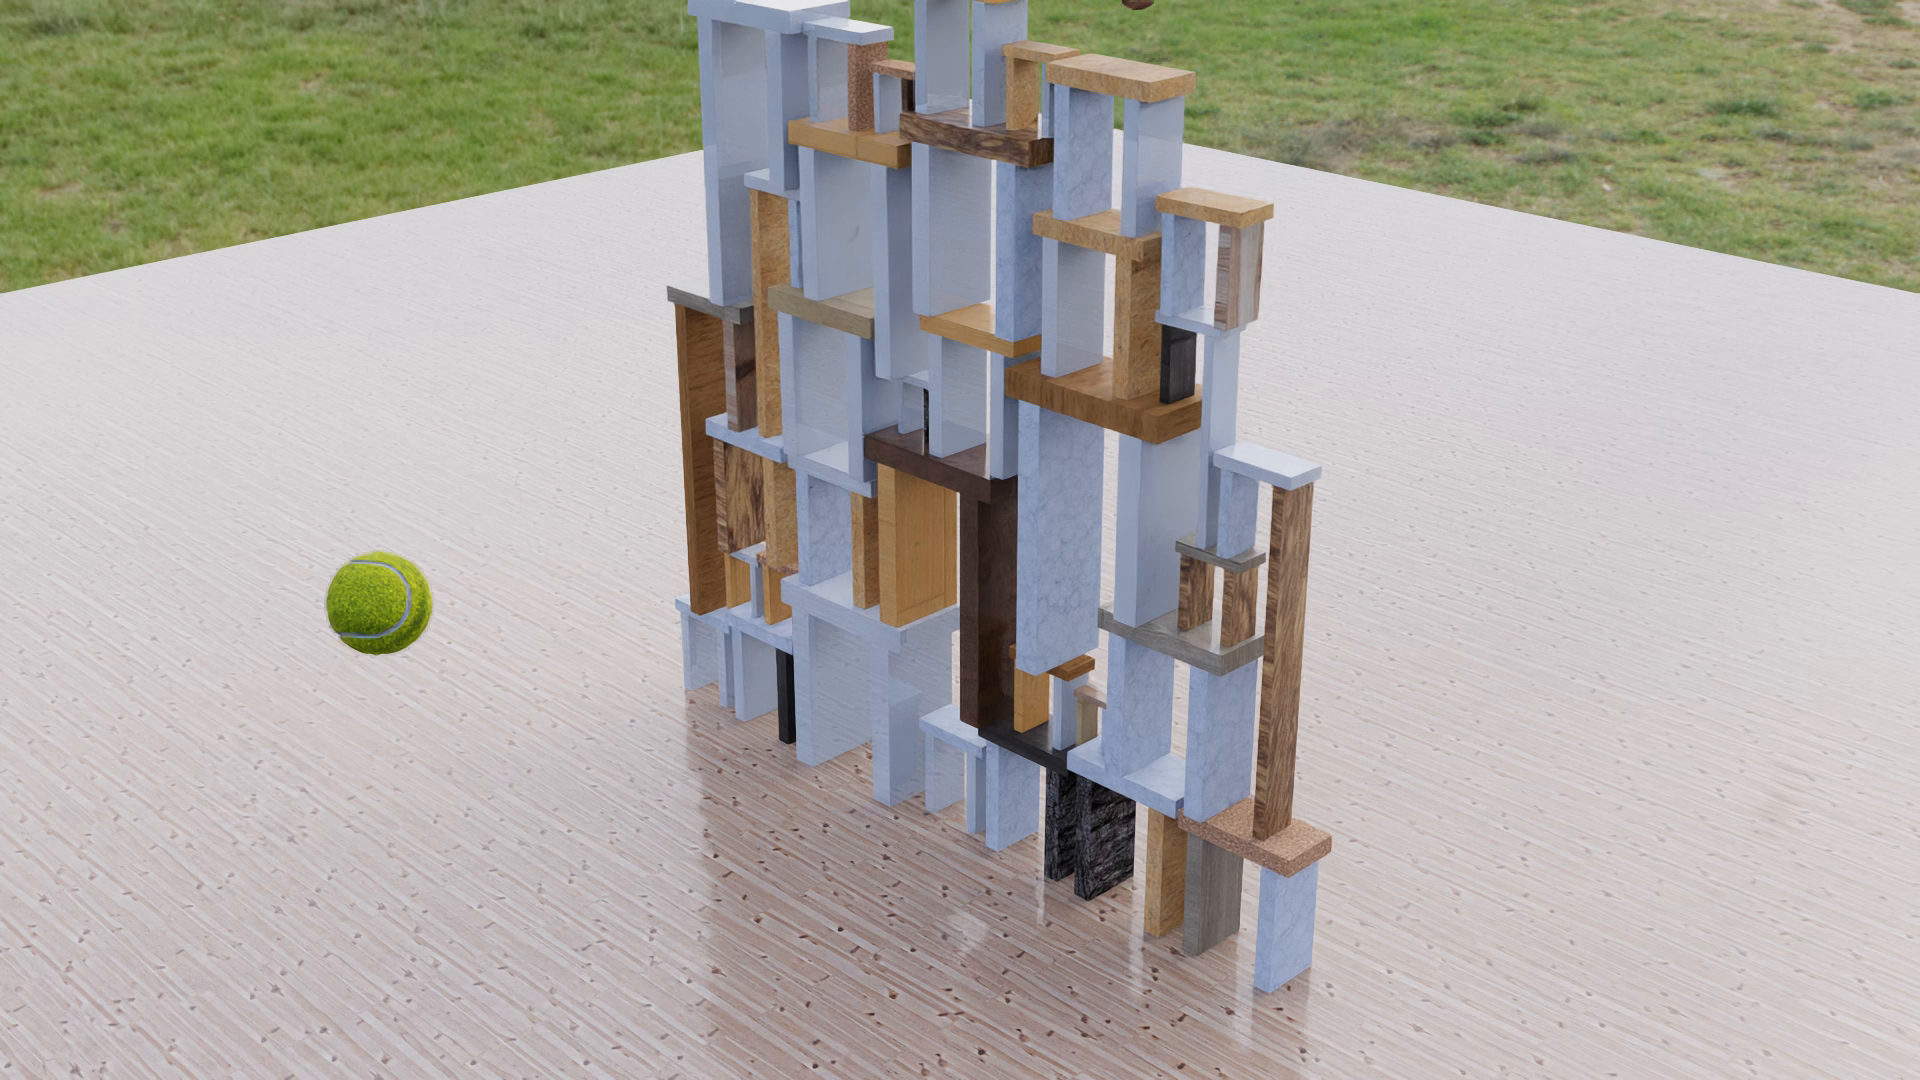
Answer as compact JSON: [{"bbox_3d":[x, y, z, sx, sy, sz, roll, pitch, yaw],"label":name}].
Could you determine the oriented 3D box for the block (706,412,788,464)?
[{"bbox_3d":[-0.406,-0.221,4.576,0.121,0.034,0.241,-21,31,-40],"label":"block"}]

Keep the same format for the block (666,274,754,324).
[{"bbox_3d":[-0.484,-0.497,4.534,0.118,0.034,0.237,-21,31,-40],"label":"block"}]

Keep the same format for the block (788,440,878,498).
[{"bbox_3d":[-0.217,-0.147,4.393,0.246,0.035,0.123,21,31,41],"label":"block"}]

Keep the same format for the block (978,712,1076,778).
[{"bbox_3d":[0.160,0.380,4.218,0.118,0.033,0.236,-21,31,-41],"label":"block"}]

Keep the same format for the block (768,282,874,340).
[{"bbox_3d":[-0.220,-0.455,4.262,0.148,0.042,0.296,-22,31,-40],"label":"block"}]

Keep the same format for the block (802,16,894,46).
[{"bbox_3d":[-0.206,-0.935,4.040,0.159,0.023,0.080,21,31,40],"label":"block"}]

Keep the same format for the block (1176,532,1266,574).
[{"bbox_3d":[0.444,0.020,3.751,0.140,0.020,0.070,21,31,40],"label":"block"}]

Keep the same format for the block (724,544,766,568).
[{"bbox_3d":[-0.451,0.025,4.722,0.122,0.017,0.061,21,31,40],"label":"block"}]

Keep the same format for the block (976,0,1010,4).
[{"bbox_3d":[0.018,-0.961,3.803,0.212,0.030,0.106,21,31,41],"label":"block"}]

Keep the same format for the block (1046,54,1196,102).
[{"bbox_3d":[0.262,-0.758,3.604,0.113,0.032,0.227,-22,32,-40],"label":"block"}]

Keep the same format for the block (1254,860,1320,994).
[{"bbox_3d":[0.576,0.665,3.880,0.035,0.246,0.123,21,31,41],"label":"block"}]

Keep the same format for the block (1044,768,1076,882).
[{"bbox_3d":[0.216,0.526,4.219,0.033,0.236,0.118,21,31,41],"label":"block"}]

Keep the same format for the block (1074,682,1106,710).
[{"bbox_3d":[0.260,0.290,4.069,0.091,0.013,0.045,21,31,40],"label":"block"}]

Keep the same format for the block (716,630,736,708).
[{"bbox_3d":[-0.492,0.271,4.880,0.094,0.188,0.027,-21,31,-41],"label":"block"}]

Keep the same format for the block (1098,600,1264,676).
[{"bbox_3d":[0.393,0.157,3.864,0.280,0.040,0.140,21,31,41],"label":"block"}]

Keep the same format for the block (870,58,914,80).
[{"bbox_3d":[-0.106,-0.851,3.977,0.110,0.016,0.055,21,31,40],"label":"block"}]

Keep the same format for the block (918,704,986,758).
[{"bbox_3d":[0.011,0.380,4.380,0.176,0.025,0.088,21,31,41],"label":"block"}]

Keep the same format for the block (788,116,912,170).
[{"bbox_3d":[-0.166,-0.747,4.086,0.295,0.042,0.148,21,31,40],"label":"block"}]

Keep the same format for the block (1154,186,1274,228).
[{"bbox_3d":[0.409,-0.537,3.546,0.173,0.024,0.086,20,30,40],"label":"block"}]

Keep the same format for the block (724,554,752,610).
[{"bbox_3d":[-0.480,0.095,4.782,0.061,0.159,0.017,-21,31,-40],"label":"block"}]

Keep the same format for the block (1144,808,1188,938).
[{"bbox_3d":[0.398,0.588,4.043,0.037,0.260,0.130,21,31,41],"label":"block"}]

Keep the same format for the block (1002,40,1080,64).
[{"bbox_3d":[0.137,-0.825,3.722,0.063,0.018,0.125,-21,31,-41],"label":"block"}]

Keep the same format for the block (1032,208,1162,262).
[{"bbox_3d":[0.255,-0.523,3.715,0.247,0.035,0.123,22,32,40],"label":"block"}]

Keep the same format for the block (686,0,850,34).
[{"bbox_3d":[-0.366,-1.013,4.186,0.301,0.043,0.150,22,32,40],"label":"block"}]

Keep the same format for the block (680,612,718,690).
[{"bbox_3d":[-0.581,0.237,4.962,0.027,0.188,0.094,21,31,41],"label":"block"}]

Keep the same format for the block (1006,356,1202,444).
[{"bbox_3d":[0.266,-0.255,3.824,0.350,0.050,0.175,22,32,40],"label":"block"}]

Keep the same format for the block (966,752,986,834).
[{"bbox_3d":[0.053,0.489,4.381,0.025,0.176,0.088,21,31,41],"label":"block"}]

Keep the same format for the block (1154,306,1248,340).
[{"bbox_3d":[0.398,-0.364,3.636,0.139,0.020,0.069,20,31,40],"label":"block"}]

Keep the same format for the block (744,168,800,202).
[{"bbox_3d":[-0.332,-0.695,4.292,0.175,0.025,0.088,22,31,40],"label":"block"}]

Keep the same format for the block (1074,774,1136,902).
[{"bbox_3d":[0.276,0.540,4.155,0.037,0.260,0.130,21,31,41],"label":"block"}]

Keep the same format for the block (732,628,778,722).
[{"bbox_3d":[-0.443,0.278,4.823,0.031,0.220,0.110,21,31,40],"label":"block"}]

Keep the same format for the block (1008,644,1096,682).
[{"bbox_3d":[0.173,0.221,4.138,0.150,0.021,0.075,21,31,40],"label":"block"}]

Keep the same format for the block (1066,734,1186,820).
[{"bbox_3d":[0.337,0.427,4.041,0.260,0.037,0.130,21,31,41],"label":"block"}]

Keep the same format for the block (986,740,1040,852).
[{"bbox_3d":[0.104,0.483,4.321,0.033,0.236,0.118,21,31,41],"label":"block"}]

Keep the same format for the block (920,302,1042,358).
[{"bbox_3d":[0.052,-0.386,3.996,0.119,0.034,0.238,-21,31,-40],"label":"block"}]

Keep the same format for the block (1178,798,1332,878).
[{"bbox_3d":[0.519,0.513,3.878,0.246,0.035,0.123,21,31,41],"label":"block"}]

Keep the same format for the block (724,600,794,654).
[{"bbox_3d":[-0.392,0.182,4.727,0.110,0.031,0.220,-21,31,-41],"label":"block"}]

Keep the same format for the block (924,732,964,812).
[{"bbox_3d":[-0.030,0.457,4.458,0.025,0.176,0.088,21,31,41],"label":"block"}]

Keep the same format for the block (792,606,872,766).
[{"bbox_3d":[-0.265,0.283,4.638,0.050,0.356,0.178,21,31,41],"label":"block"}]

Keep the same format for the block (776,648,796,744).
[{"bbox_3d":[-0.340,0.319,4.727,0.031,0.220,0.110,21,31,41],"label":"block"}]

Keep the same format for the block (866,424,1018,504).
[{"bbox_3d":[-0.003,-0.157,4.168,0.168,0.048,0.336,-21,31,-40],"label":"block"}]

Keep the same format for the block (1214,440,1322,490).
[{"bbox_3d":[0.505,-0.123,3.619,0.081,0.023,0.161,-20,30,-40],"label":"block"}]

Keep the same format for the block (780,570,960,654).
[{"bbox_3d":[-0.180,0.128,4.481,0.356,0.050,0.178,21,31,41],"label":"block"}]

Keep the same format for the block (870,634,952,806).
[{"bbox_3d":[-0.097,0.348,4.484,0.178,0.356,0.050,-21,31,-41],"label":"block"}]

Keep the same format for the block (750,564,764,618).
[{"bbox_3d":[-0.420,0.100,4.723,0.061,0.122,0.017,-21,31,-40],"label":"block"}]

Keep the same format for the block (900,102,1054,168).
[{"bbox_3d":[0.059,-0.715,3.863,0.158,0.045,0.316,-21,31,-40],"label":"block"}]

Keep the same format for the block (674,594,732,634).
[{"bbox_3d":[-0.536,0.155,4.879,0.094,0.027,0.188,-21,31,-40],"label":"block"}]

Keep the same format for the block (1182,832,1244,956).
[{"bbox_3d":[0.461,0.619,3.987,0.035,0.246,0.123,21,31,41],"label":"block"}]

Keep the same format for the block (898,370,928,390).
[{"bbox_3d":[-0.070,-0.308,4.169,0.054,0.015,0.107,-22,31,-40],"label":"block"}]

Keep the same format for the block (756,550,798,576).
[{"bbox_3d":[-0.358,0.046,4.632,0.137,0.019,0.068,21,31,40],"label":"block"}]
